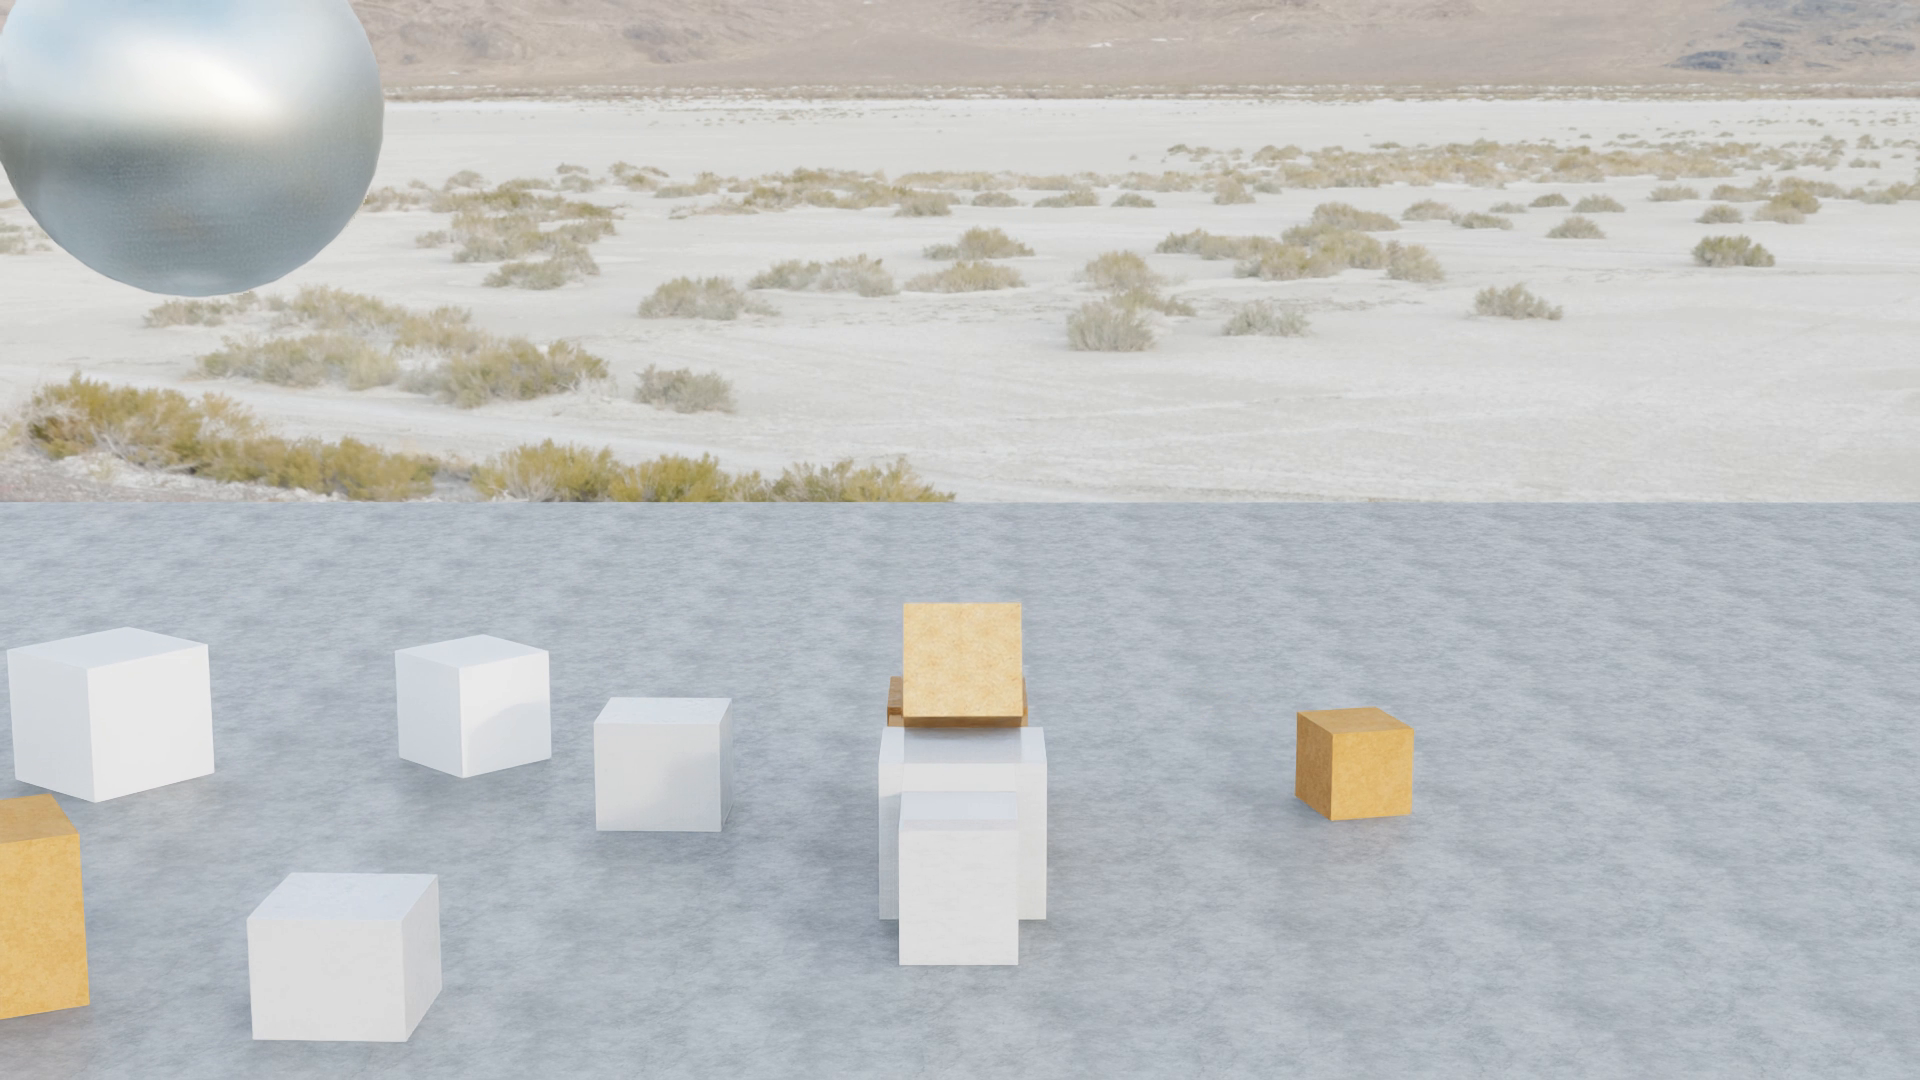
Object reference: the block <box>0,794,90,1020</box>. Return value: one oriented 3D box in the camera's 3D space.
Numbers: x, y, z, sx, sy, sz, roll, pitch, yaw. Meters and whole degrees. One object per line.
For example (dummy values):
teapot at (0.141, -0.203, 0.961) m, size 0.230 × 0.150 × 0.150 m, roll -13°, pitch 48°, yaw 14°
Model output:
block at (-3.797, 1.424, 9.837) m, size 0.737 × 0.679 × 0.623 m, roll -6°, pitch 12°, yaw -28°

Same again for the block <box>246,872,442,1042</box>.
block at (-2.308, 1.564, 9.666) m, size 0.570 × 0.465 × 0.550 m, roll 0°, pitch 10°, yaw 2°

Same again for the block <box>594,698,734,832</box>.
block at (-1.408, 1.066, 12.248) m, size 0.588 × 0.520 × 0.503 m, roll 0°, pitch 10°, yaw 2°

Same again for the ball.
ball at (-3.252, -1.828, 10.848) m, size 1.600 × 1.600 × 1.600 m, roll 0°, pitch 10°, yaw 0°

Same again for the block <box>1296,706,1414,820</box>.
block at (1.909, 1.080, 12.442) m, size 0.414 × 0.424 × 0.453 m, roll -3°, pitch 11°, yaw -14°

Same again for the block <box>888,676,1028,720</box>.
block at (-0.011, 1.017, 12.302) m, size 0.656 × 0.598 × 0.615 m, roll 0°, pitch 10°, yaw 0°

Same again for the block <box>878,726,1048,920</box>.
block at (0.012, 1.208, 11.030) m, size 0.701 × 0.677 × 0.609 m, roll 0°, pitch 10°, yaw 0°

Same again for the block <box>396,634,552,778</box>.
block at (-2.520, 0.851, 13.290) m, size 0.574 × 0.570 × 0.549 m, roll 10°, pitch 14°, yaw 44°

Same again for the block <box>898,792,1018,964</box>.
block at (-0.005, 1.373, 10.460) m, size 0.475 × 0.557 × 0.551 m, roll 0°, pitch 10°, yaw 0°

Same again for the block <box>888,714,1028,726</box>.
block at (-0.007, 1.149, 11.671) m, size 0.641 × 0.563 × 0.654 m, roll 0°, pitch 10°, yaw 0°

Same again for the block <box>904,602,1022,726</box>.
block at (0.010, 0.582, 11.352) m, size 0.513 × 0.502 × 0.501 m, roll 0°, pitch -15°, yaw -1°

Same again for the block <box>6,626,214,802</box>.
block at (-4.276, 0.866, 12.931) m, size 0.687 × 0.669 × 0.693 m, roll 8°, pitch 13°, yaw 37°
